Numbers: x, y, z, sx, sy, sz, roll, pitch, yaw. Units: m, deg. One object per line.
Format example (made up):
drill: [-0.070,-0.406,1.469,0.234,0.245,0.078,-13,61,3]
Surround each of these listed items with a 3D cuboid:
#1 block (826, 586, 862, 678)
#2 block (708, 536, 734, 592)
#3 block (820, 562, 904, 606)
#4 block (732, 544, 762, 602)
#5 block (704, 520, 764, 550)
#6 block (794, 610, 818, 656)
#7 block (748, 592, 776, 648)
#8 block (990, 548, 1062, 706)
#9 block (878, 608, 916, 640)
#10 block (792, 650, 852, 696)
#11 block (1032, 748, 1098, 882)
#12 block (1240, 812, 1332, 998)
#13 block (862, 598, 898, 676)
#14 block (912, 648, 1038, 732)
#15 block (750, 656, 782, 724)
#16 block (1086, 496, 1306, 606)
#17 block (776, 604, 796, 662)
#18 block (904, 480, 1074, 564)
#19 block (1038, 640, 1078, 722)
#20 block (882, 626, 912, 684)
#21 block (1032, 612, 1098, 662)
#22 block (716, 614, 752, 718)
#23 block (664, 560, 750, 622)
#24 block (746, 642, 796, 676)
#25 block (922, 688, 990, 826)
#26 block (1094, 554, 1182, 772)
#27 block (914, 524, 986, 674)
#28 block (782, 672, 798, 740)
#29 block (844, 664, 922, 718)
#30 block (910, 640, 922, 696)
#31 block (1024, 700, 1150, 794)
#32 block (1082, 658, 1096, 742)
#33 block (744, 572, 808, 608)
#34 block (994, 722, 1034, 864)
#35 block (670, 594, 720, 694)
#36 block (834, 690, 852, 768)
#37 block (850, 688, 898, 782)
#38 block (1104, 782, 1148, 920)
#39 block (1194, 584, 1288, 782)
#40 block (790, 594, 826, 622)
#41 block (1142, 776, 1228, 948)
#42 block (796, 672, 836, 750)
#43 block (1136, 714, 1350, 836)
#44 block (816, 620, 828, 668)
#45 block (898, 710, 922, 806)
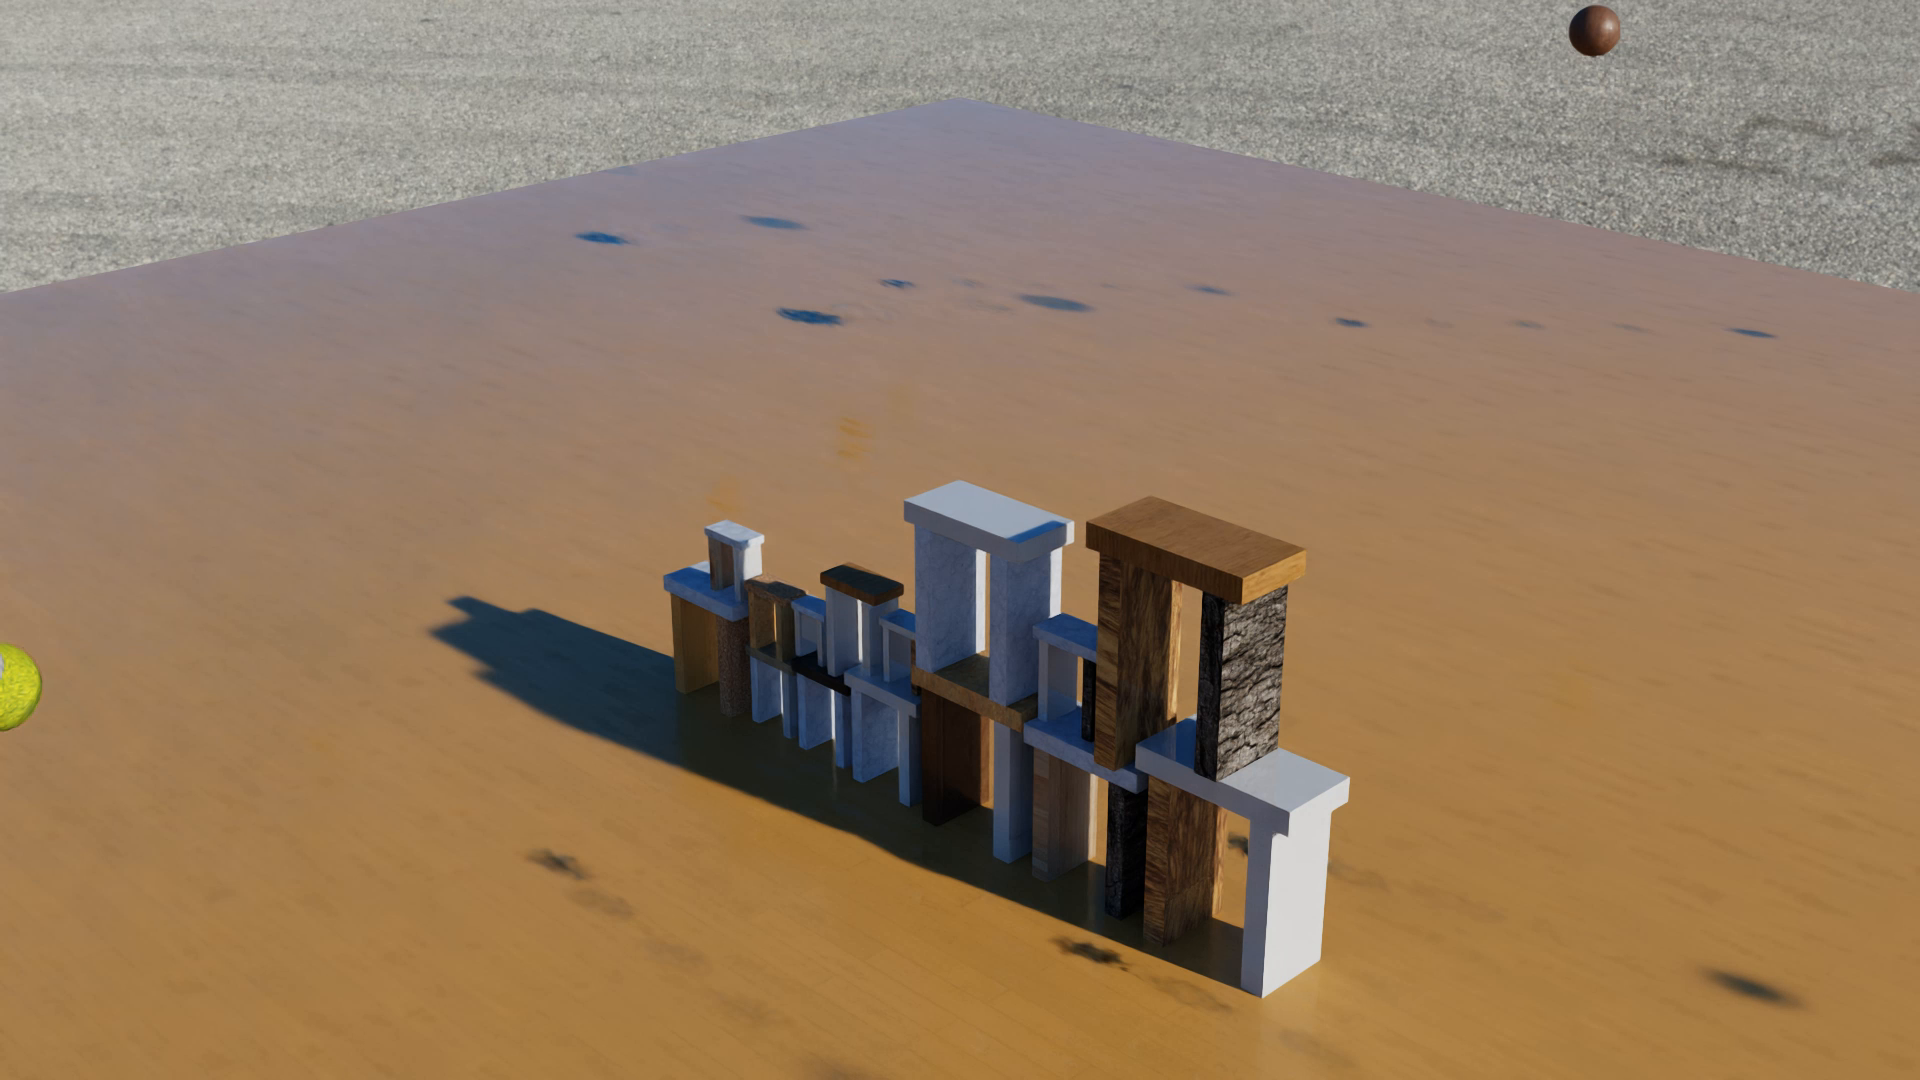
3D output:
block: [-0.239,0.178,4.565,0.023,0.203,0.081,21,31,41]
block: [-0.517,0.043,4.799,0.018,0.125,0.063,21,31,41]
block: [-0.201,0.089,4.486,0.163,0.023,0.081,21,31,41]
block: [-0.457,0.066,4.745,0.063,0.125,0.018,-21,31,-41]
block: [-0.487,-0.011,4.744,0.125,0.018,0.063,21,31,41]
block: [-0.325,0.190,4.662,0.053,0.106,0.015,-21,31,-41]
block: [-0.424,0.164,4.748,0.019,0.132,0.066,21,31,41]
block: [0.123,0.150,4.152,0.043,0.301,0.150,21,31,40]
block: [-0.099,0.171,4.405,0.061,0.017,0.121,-21,31,-41]
block: [-0.264,0.276,4.626,0.176,0.025,0.088,21,31,41]
block: [0.202,0.503,4.216,0.040,0.280,0.140,21,31,41]
block: [0.574,0.619,3.867,0.048,0.340,0.170,21,31,41]
block: [-0.162,0.190,4.487,0.023,0.163,0.081,21,31,41]
block: [0.062,0.282,4.279,0.298,0.042,0.149,21,31,41]
block: [-0.420,0.315,4.817,0.022,0.157,0.078,21,31,41]
block: [0.403,0.014,3.786,0.346,0.049,0.173,21,31,41]
block: [-0.361,0.188,4.691,0.019,0.132,0.066,21,31,41]
block: [0.053,-0.036,4.151,0.301,0.043,0.150,21,31,40]
block: [0.184,0.253,4.135,0.023,0.166,0.083,21,31,41]
block: [-0.127,0.224,4.459,0.061,0.121,0.017,-21,31,-41]
block: [0.223,0.181,4.062,0.083,0.023,0.166,-21,31,-41]
block: [-0.474,0.259,4.843,0.034,0.239,0.120,21,31,41]
block: [-0.531,0.112,4.842,0.239,0.034,0.120,21,31,41]
block: [-0.383,0.247,4.748,0.157,0.022,0.078,21,31,41]
block: [-0.008,0.411,4.410,0.042,0.298,0.149,21,31,41]
block: [0.322,0.196,3.951,0.049,0.414,0.173,21,31,41]
block: [-0.019,0.095,4.282,0.043,0.301,0.150,21,31,41]
block: [-0.346,0.344,4.749,0.022,0.157,0.078,21,31,41]
block: [-0.126,0.298,4.480,0.212,0.030,0.106,21,31,41]
block: [-0.070,0.246,4.406,0.061,0.122,0.017,-21,31,-41]
block: [0.268,0.382,4.093,0.280,0.040,0.140,21,31,41]
block: [0.262,0.283,4.063,0.023,0.166,0.083,21,31,41]
block: [-0.392,0.106,4.690,0.132,0.019,0.066,21,31,41]
block: [0.132,0.466,4.280,0.042,0.298,0.149,21,31,41]
block: [-0.587,0.215,4.947,0.034,0.239,0.120,21,31,41]
block: [-0.222,0.385,4.628,0.025,0.176,0.088,21,31,41]
block: [-0.176,0.389,4.573,0.030,0.211,0.106,21,31,41]
block: [0.334,0.555,4.095,0.040,0.280,0.140,21,31,41]
block: [0.484,0.228,3.788,0.049,0.346,0.173,21,31,41]
block: [-0.300,0.144,4.616,0.053,0.015,0.106,-21,31,-41]
block: [0.413,0.556,4.015,0.048,0.340,0.170,21,31,41]
block: [-0.305,0.353,4.704,0.025,0.176,0.088,21,31,41]
block: [0.493,0.409,3.865,0.340,0.048,0.170,21,31,41]
block: [-0.275,0.209,4.616,0.015,0.106,0.053,21,31,41]
block: [-0.076,0.428,4.481,0.030,0.211,0.106,21,31,41]
